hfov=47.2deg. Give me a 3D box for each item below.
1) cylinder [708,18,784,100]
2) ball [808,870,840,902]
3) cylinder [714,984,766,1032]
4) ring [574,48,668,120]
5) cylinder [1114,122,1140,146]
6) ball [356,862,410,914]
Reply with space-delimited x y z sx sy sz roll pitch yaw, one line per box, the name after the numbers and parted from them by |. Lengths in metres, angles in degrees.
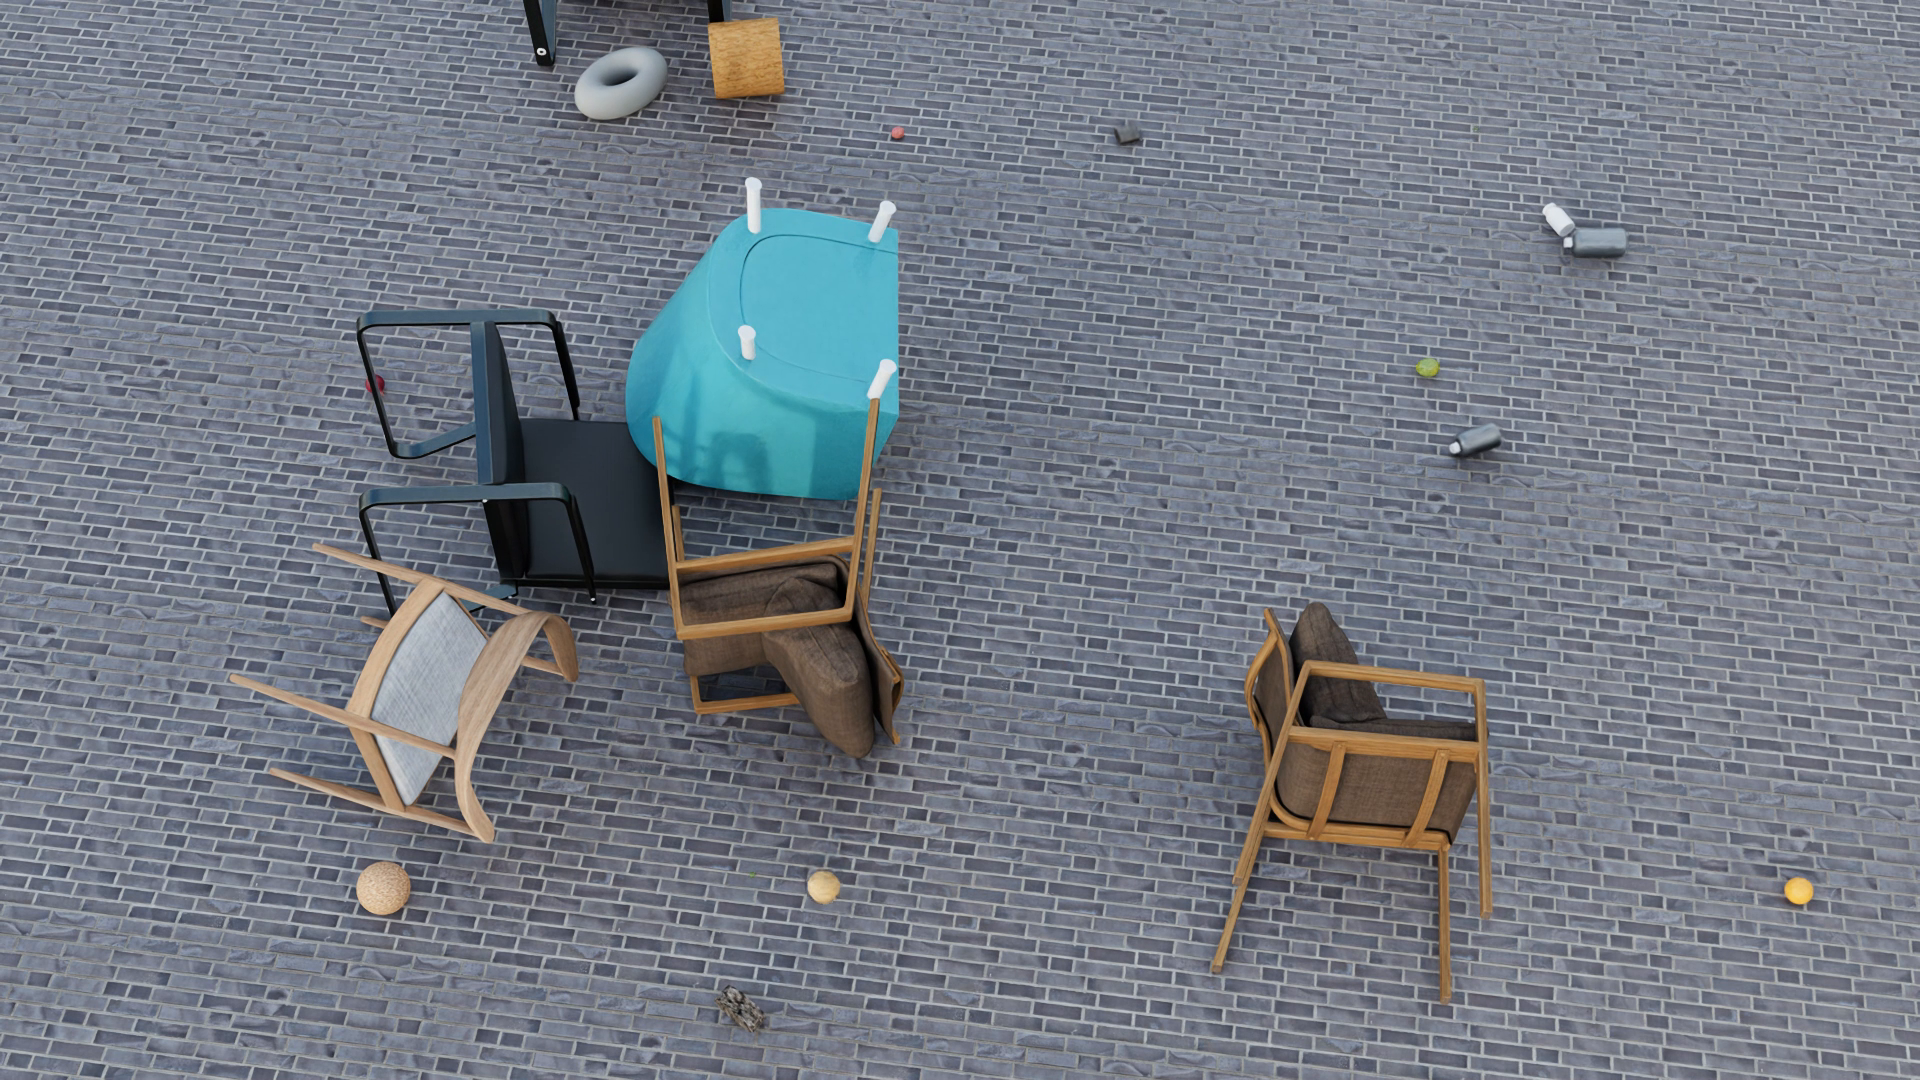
-0.729 -1.644 7.509 0.237 0.283 0.175 -6 45 -4 | cylinder
-0.366 0.929 5.898 0.087 0.087 0.087 0 56 0 | ball
-0.570 1.218 5.711 0.139 0.076 0.052 33 62 24 | cylinder
-1.162 -1.568 7.548 0.356 0.132 0.220 -34 64 -22 | ring
0.568 -1.381 7.479 0.070 0.036 0.069 -24 68 1 | cylinder
-1.537 0.928 5.866 0.141 0.141 0.141 0 56 0 | ball
